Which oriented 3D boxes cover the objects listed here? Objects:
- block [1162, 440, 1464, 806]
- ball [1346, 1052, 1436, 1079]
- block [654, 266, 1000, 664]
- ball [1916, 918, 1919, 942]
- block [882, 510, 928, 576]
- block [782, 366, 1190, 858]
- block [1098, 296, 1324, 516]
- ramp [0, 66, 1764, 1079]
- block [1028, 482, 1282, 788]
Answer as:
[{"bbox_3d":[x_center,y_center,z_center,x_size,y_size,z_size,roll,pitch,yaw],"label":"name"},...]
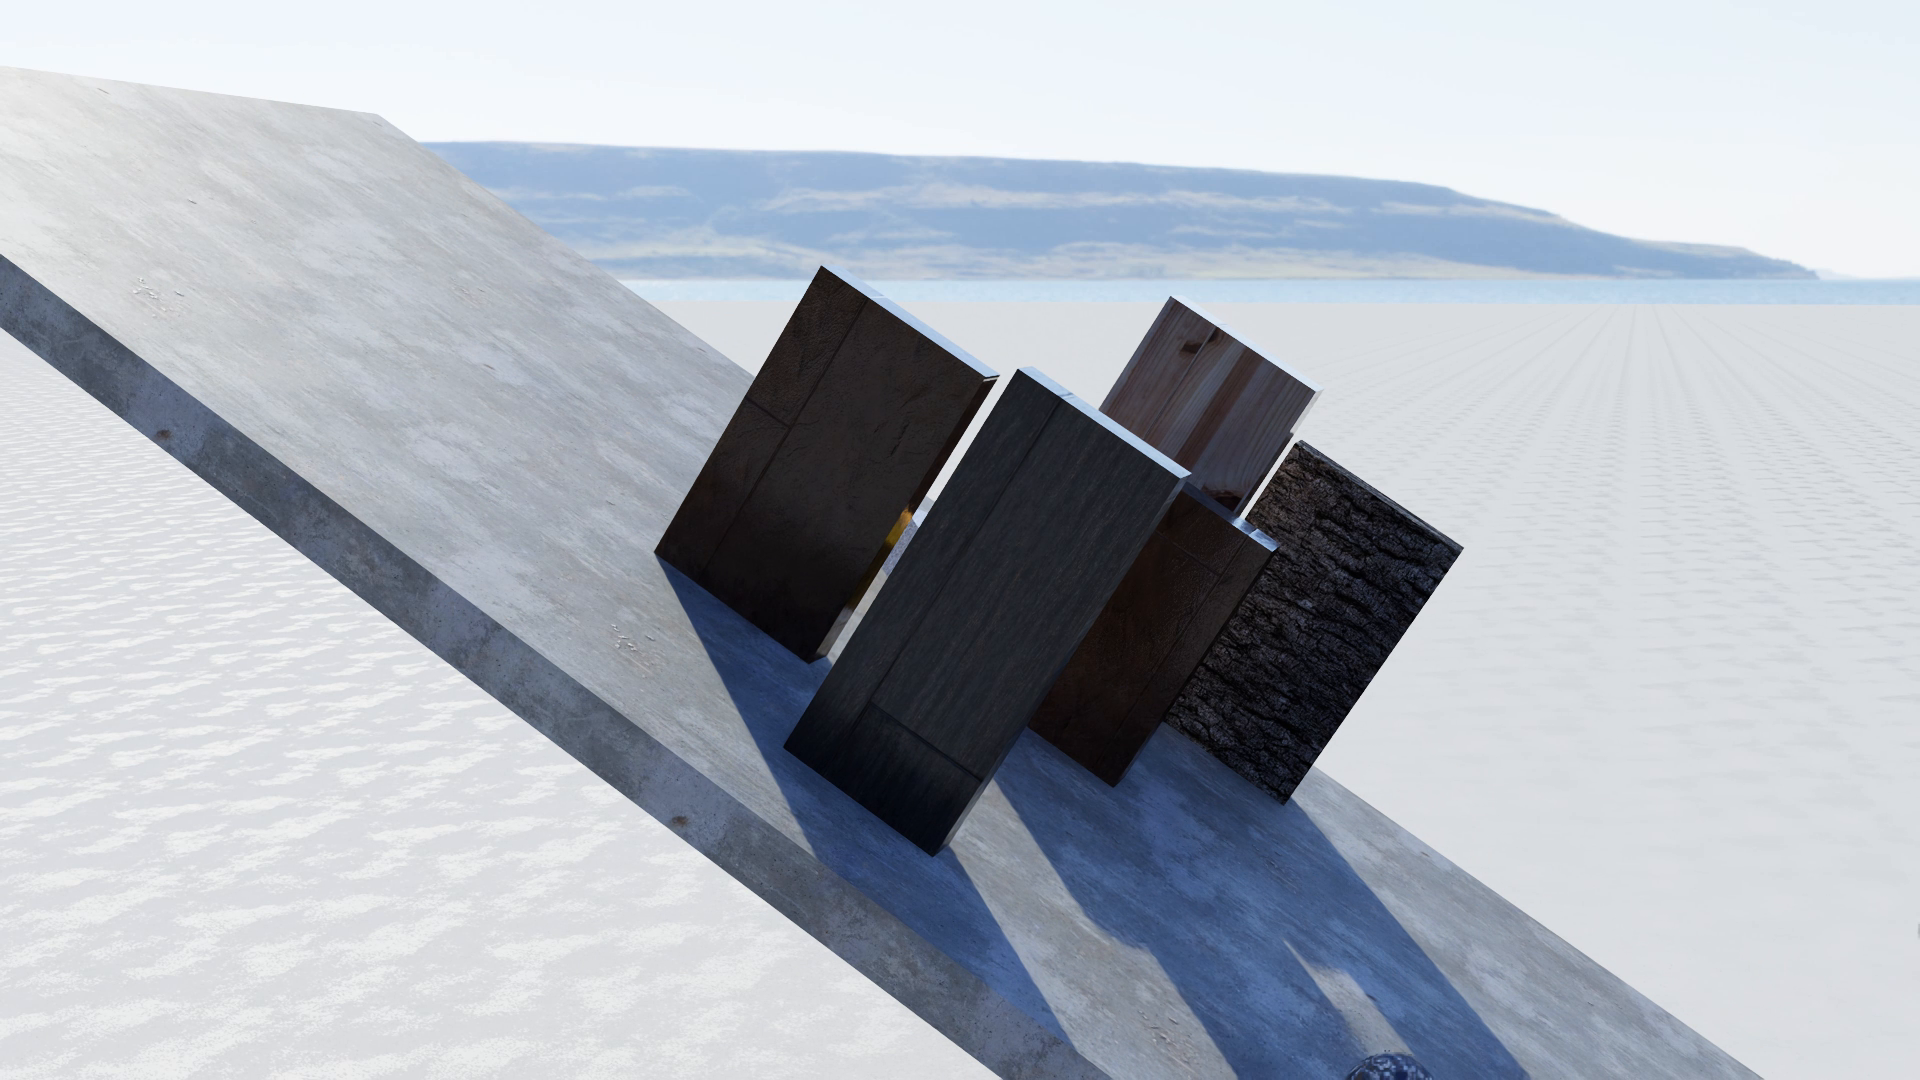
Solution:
[{"bbox_3d":[0.684,0.170,4.517,0.394,0.636,0.094,35,15,10],"label":"block"},{"bbox_3d":[0.638,0.835,3.254,0.150,0.150,0.150,0,7,0],"label":"ball"},{"bbox_3d":[-0.231,-0.128,3.739,0.338,0.584,0.087,35,15,10],"label":"block"},{"bbox_3d":[2.658,1.048,5.865,0.195,0.195,0.195,0,7,0],"label":"ball"},{"bbox_3d":[-0.082,0.021,4.462,0.122,0.122,0.122,24,17,-29],"label":"block"},{"bbox_3d":[0.033,0.110,3.297,0.287,0.694,0.082,35,15,10],"label":"block"},{"bbox_3d":[0.347,-0.056,4.280,0.330,0.781,0.115,35,15,10],"label":"block"},{"bbox_3d":[-0.139,0.232,4.106,4.000,0.100,2.000,35,15,10],"label":"ramp"},{"bbox_3d":[0.293,0.135,4.053,0.347,0.531,0.104,35,15,10],"label":"block"}]
